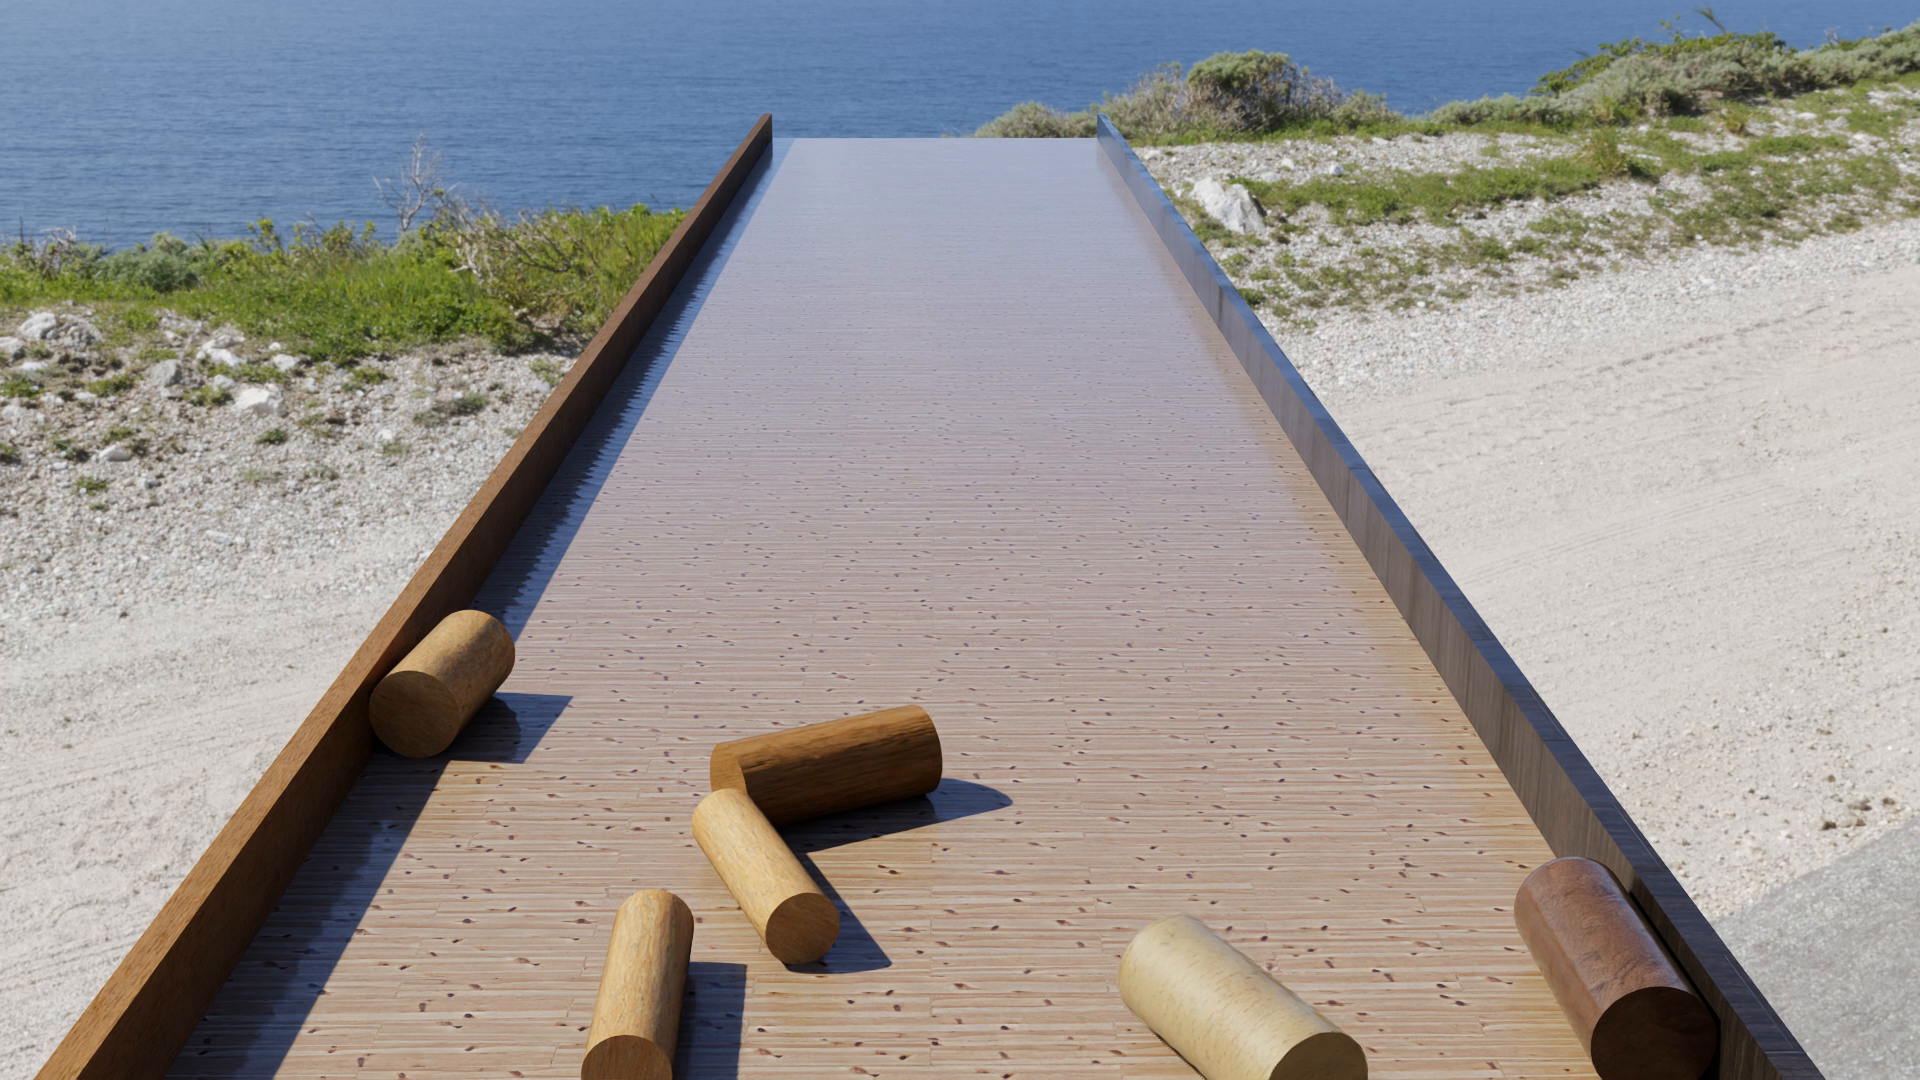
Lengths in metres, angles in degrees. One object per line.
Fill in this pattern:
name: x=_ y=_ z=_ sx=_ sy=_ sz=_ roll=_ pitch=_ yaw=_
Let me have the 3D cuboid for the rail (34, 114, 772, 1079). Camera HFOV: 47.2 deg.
rail: x=-1.118 y=-0.838 z=7.780 sx=0.050 sy=0.150 sz=12.000 roll=0 pitch=17 yaw=-1

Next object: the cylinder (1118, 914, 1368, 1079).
cylinder: x=0.359 y=0.628 z=2.846 sx=0.155 sy=0.155 sz=0.354 roll=-8 pitch=18 yaw=-24

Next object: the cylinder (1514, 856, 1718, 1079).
cylinder: x=0.880 y=0.584 z=2.980 sx=0.161 sy=0.161 sz=0.388 roll=0 pitch=17 yaw=-1

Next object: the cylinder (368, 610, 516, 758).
cylinder: x=-0.951 y=0.261 z=4.059 sx=0.166 sy=0.166 sz=0.339 roll=2 pitch=17 yaw=5

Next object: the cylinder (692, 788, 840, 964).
cylinder: x=-0.300 y=0.504 z=3.336 sx=0.113 sy=0.113 sz=0.407 roll=-6 pitch=18 yaw=-21

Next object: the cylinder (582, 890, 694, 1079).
cylinder: x=-0.429 y=0.614 z=2.963 sx=0.114 sy=0.114 sz=0.416 roll=-1 pitch=17 yaw=-3

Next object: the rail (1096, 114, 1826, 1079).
rail: x=0.932 y=-0.844 z=7.801 sx=0.050 sy=0.150 sz=12.000 roll=0 pitch=17 yaw=-1

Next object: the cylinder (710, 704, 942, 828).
cylinder: x=-0.222 y=0.382 z=3.673 sx=0.357 sy=0.154 sz=0.154 roll=-9 pitch=19 yaw=-28
